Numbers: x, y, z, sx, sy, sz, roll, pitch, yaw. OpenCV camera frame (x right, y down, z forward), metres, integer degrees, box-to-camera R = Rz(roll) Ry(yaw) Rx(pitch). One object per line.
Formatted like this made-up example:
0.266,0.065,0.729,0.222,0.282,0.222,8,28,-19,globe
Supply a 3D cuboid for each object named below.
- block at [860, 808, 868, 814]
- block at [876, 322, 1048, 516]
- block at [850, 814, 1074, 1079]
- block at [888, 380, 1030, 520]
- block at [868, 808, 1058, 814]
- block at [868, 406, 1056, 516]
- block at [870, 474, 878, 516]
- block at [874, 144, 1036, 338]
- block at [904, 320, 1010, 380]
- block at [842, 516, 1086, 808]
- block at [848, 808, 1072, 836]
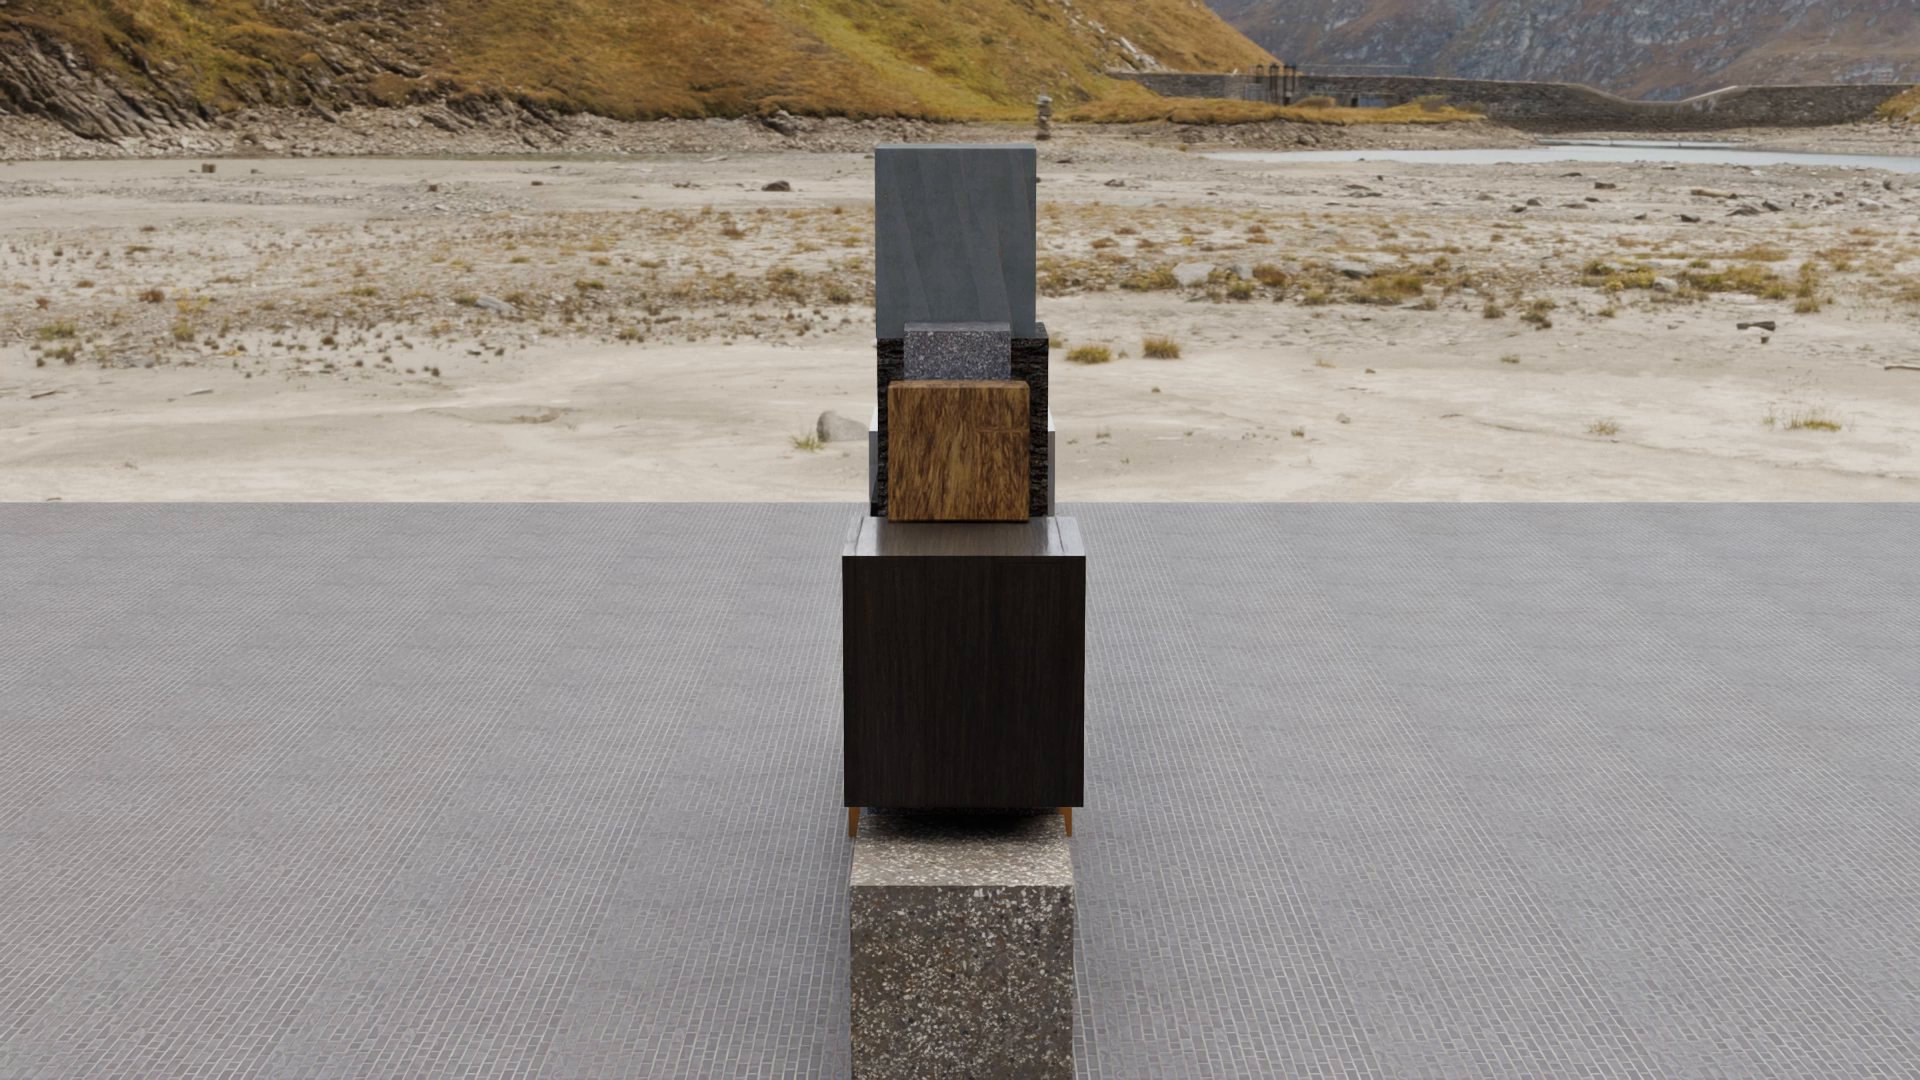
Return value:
-0.018,1.105,11.544,0.835,0.695,0.703,0,10,0,block
0.012,-0.547,11.321,0.729,0.761,0.732,0,10,0,block
0.006,1.479,9.434,0.781,0.715,0.869,0,10,0,block
-0.006,-0.360,10.120,0.541,0.510,0.556,0,6,0,block
0.011,1.262,10.208,0.729,0.865,0.712,0,10,0,block
0.010,-0.111,12.684,0.882,0.991,0.919,0,10,0,block
-0.014,0.147,11.831,0.759,0.789,0.829,0,10,0,block
-0.019,-1.315,11.182,0.679,0.798,0.724,0,10,0,block
-0.011,-0.690,10.680,0.436,0.403,0.474,0,10,0,block
0.014,0.442,9.689,0.874,0.934,0.826,0,10,0,block
0.002,0.878,12.377,1.039,0.845,0.997,0,10,0,block
